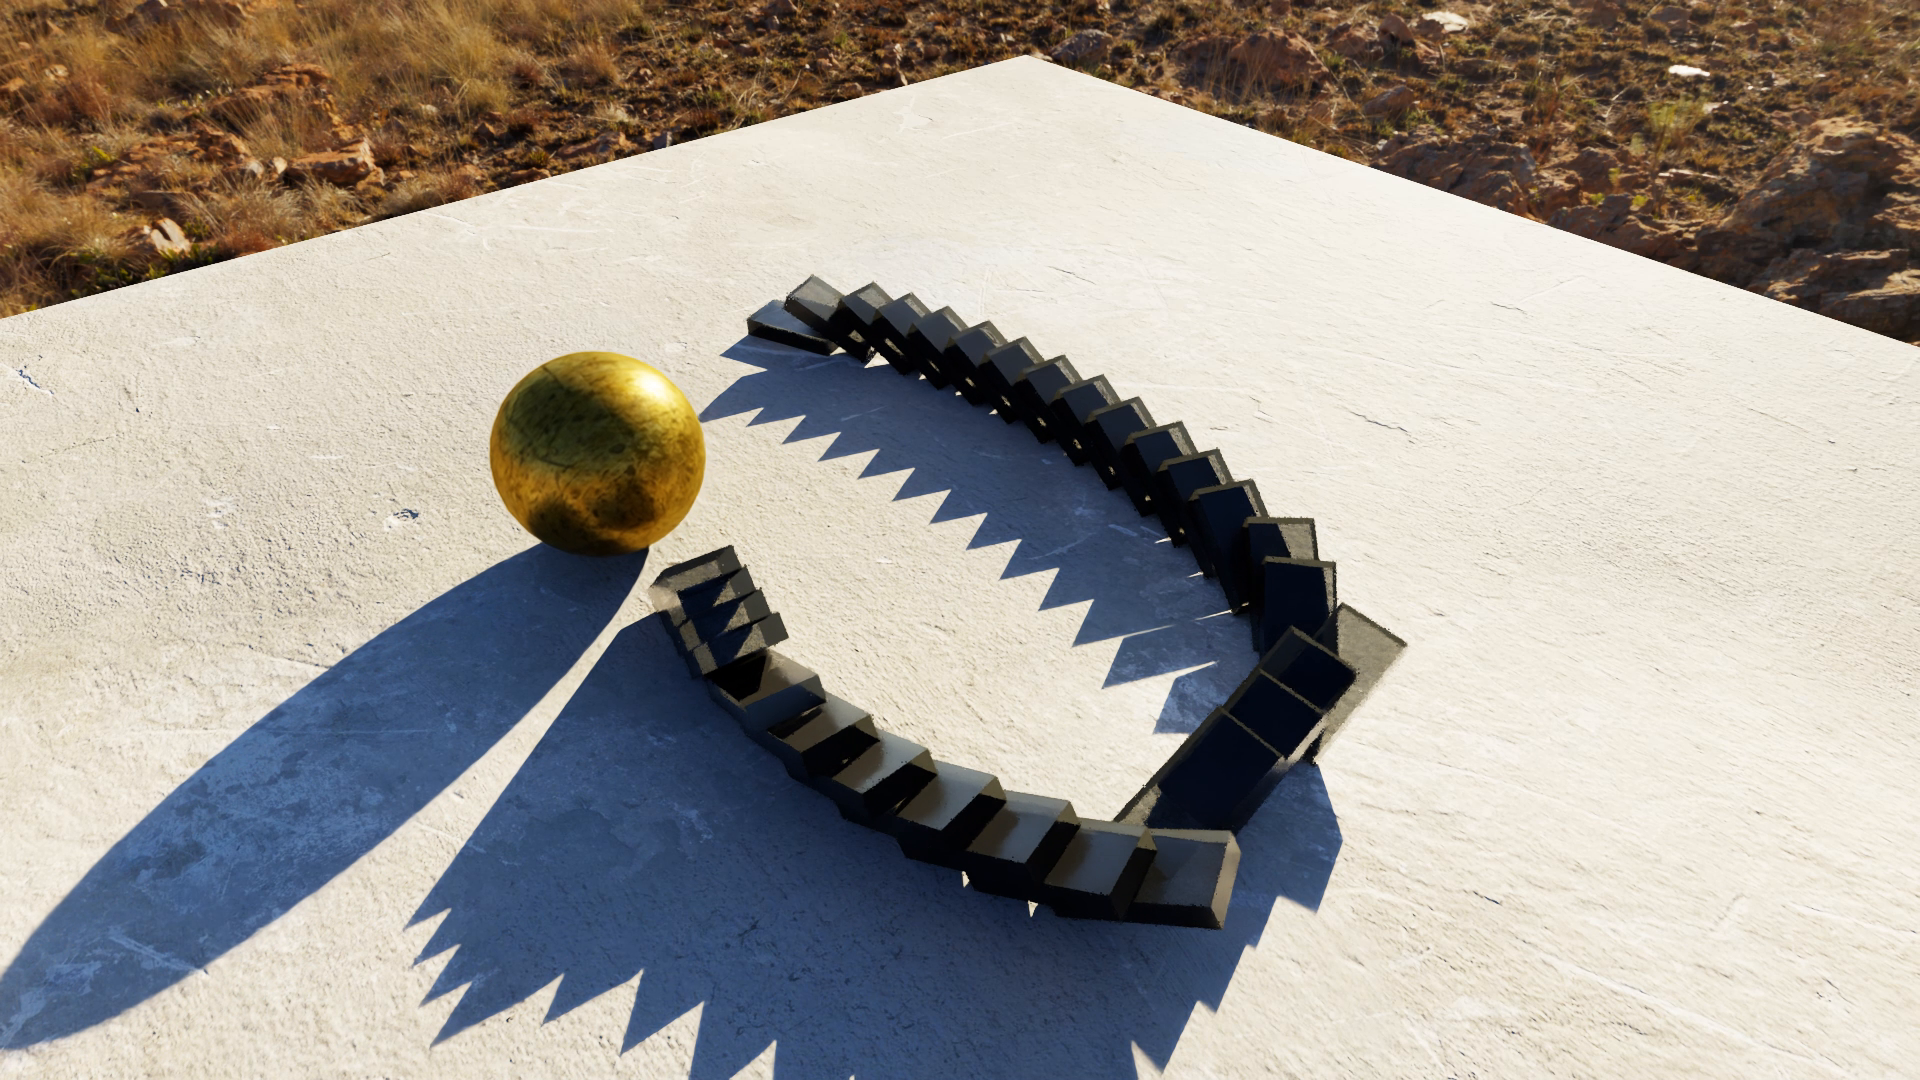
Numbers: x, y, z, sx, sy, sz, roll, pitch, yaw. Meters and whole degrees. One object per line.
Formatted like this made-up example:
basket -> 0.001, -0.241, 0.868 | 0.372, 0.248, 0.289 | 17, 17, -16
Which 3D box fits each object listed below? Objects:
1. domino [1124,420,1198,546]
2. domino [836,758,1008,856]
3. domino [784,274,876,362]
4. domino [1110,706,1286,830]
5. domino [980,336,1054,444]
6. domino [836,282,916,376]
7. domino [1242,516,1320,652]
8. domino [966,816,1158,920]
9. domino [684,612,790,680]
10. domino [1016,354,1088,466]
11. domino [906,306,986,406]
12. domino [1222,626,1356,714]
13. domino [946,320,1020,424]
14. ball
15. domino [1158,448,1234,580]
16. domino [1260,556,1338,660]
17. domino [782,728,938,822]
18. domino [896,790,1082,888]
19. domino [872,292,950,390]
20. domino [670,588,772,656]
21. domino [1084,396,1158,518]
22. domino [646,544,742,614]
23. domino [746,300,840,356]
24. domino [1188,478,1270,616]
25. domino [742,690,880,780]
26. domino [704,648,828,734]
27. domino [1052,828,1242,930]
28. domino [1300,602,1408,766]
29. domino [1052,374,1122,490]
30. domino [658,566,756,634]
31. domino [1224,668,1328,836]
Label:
domino -> 0.091, -0.024, 0.456 | 0.025, 0.010, 0.050 | -15, 67, -18
domino -> -0.013, 0.078, 0.332 | 0.050, 0.009, 0.025 | 2, 31, 47
domino -> -0.063, -0.114, 0.566 | 0.050, 0.010, 0.025 | 34, 47, 2
domino -> 0.072, 0.077, 0.332 | 0.050, 0.010, 0.025 | -45, 52, -8
domino -> 0.034, -0.070, 0.513 | 0.025, 0.010, 0.050 | -27, 72, -29
domino -> -0.037, -0.108, 0.560 | 0.050, 0.009, 0.025 | 45, 53, 12
domino -> 0.120, 0.016, 0.407 | 0.025, 0.010, 0.050 | 1, 66, 0
domino -> 0.028, 0.091, 0.315 | 0.050, 0.010, 0.025 | -3, 32, 40
domino -> -0.077, 0.036, 0.373 | 0.025, 0.050, 0.010 | -22, 88, -25
domino -> 0.050, -0.060, 0.500 | 0.025, 0.010, 0.050 | -24, 70, -26
domino -> 0.000, -0.091, 0.538 | 0.025, 0.010, 0.050 | -33, 74, -34
domino -> 0.103, 0.055, 0.358 | 0.025, 0.009, 0.050 | 37, 79, 31
domino -> 0.018, -0.081, 0.526 | 0.025, 0.010, 0.050 | -29, 72, -30
ball -> -0.140, -0.033, 0.428 | 0.080, 0.080, 0.080 | 0, 39, 0
domino -> 0.101, -0.011, 0.441 | 0.025, 0.009, 0.050 | -13, 67, -15
domino -> 0.119, 0.031, 0.388 | 0.025, 0.010, 0.050 | 5, 66, 6
domino -> -0.032, 0.069, 0.342 | 0.025, 0.010, 0.050 | -30, 22, -31
domino -> 0.007, 0.085, 0.323 | 0.050, 0.009, 0.025 | -2, 31, 42
domino -> -0.018, -0.100, 0.549 | 0.025, 0.009, 0.050 | -35, 75, -35
domino -> -0.084, 0.029, 0.382 | 0.025, 0.050, 0.009 | -22, 88, -25
domino -> 0.077, -0.036, 0.472 | 0.025, 0.010, 0.050 | -20, 69, -22
domino -> -0.097, 0.015, 0.399 | 0.025, 0.050, 0.010 | -22, 88, -25
domino -> -0.084, -0.112, 0.581 | 0.050, 0.010, 0.025 | 18, 43, 21
domino -> 0.110, 0.002, 0.424 | 0.025, 0.010, 0.050 | -11, 66, -13
domino -> -0.050, 0.060, 0.354 | 0.025, 0.010, 0.050 | -26, 21, -28
domino -> -0.066, 0.049, 0.365 | 0.025, 0.010, 0.050 | -22, 15, -24
domino -> 0.051, 0.095, 0.311 | 0.050, 0.009, 0.025 | -9, 33, 34
domino -> 0.123, 0.048, 0.366 | 0.025, 0.009, 0.050 | 37, 79, 30
domino -> 0.065, -0.048, 0.486 | 0.025, 0.009, 0.050 | -21, 69, -24
domino -> -0.091, 0.022, 0.391 | 0.025, 0.050, 0.009 | -22, 88, -25
domino -> 0.089, 0.067, 0.344 | 0.050, 0.009, 0.025 | -47, 55, -9
